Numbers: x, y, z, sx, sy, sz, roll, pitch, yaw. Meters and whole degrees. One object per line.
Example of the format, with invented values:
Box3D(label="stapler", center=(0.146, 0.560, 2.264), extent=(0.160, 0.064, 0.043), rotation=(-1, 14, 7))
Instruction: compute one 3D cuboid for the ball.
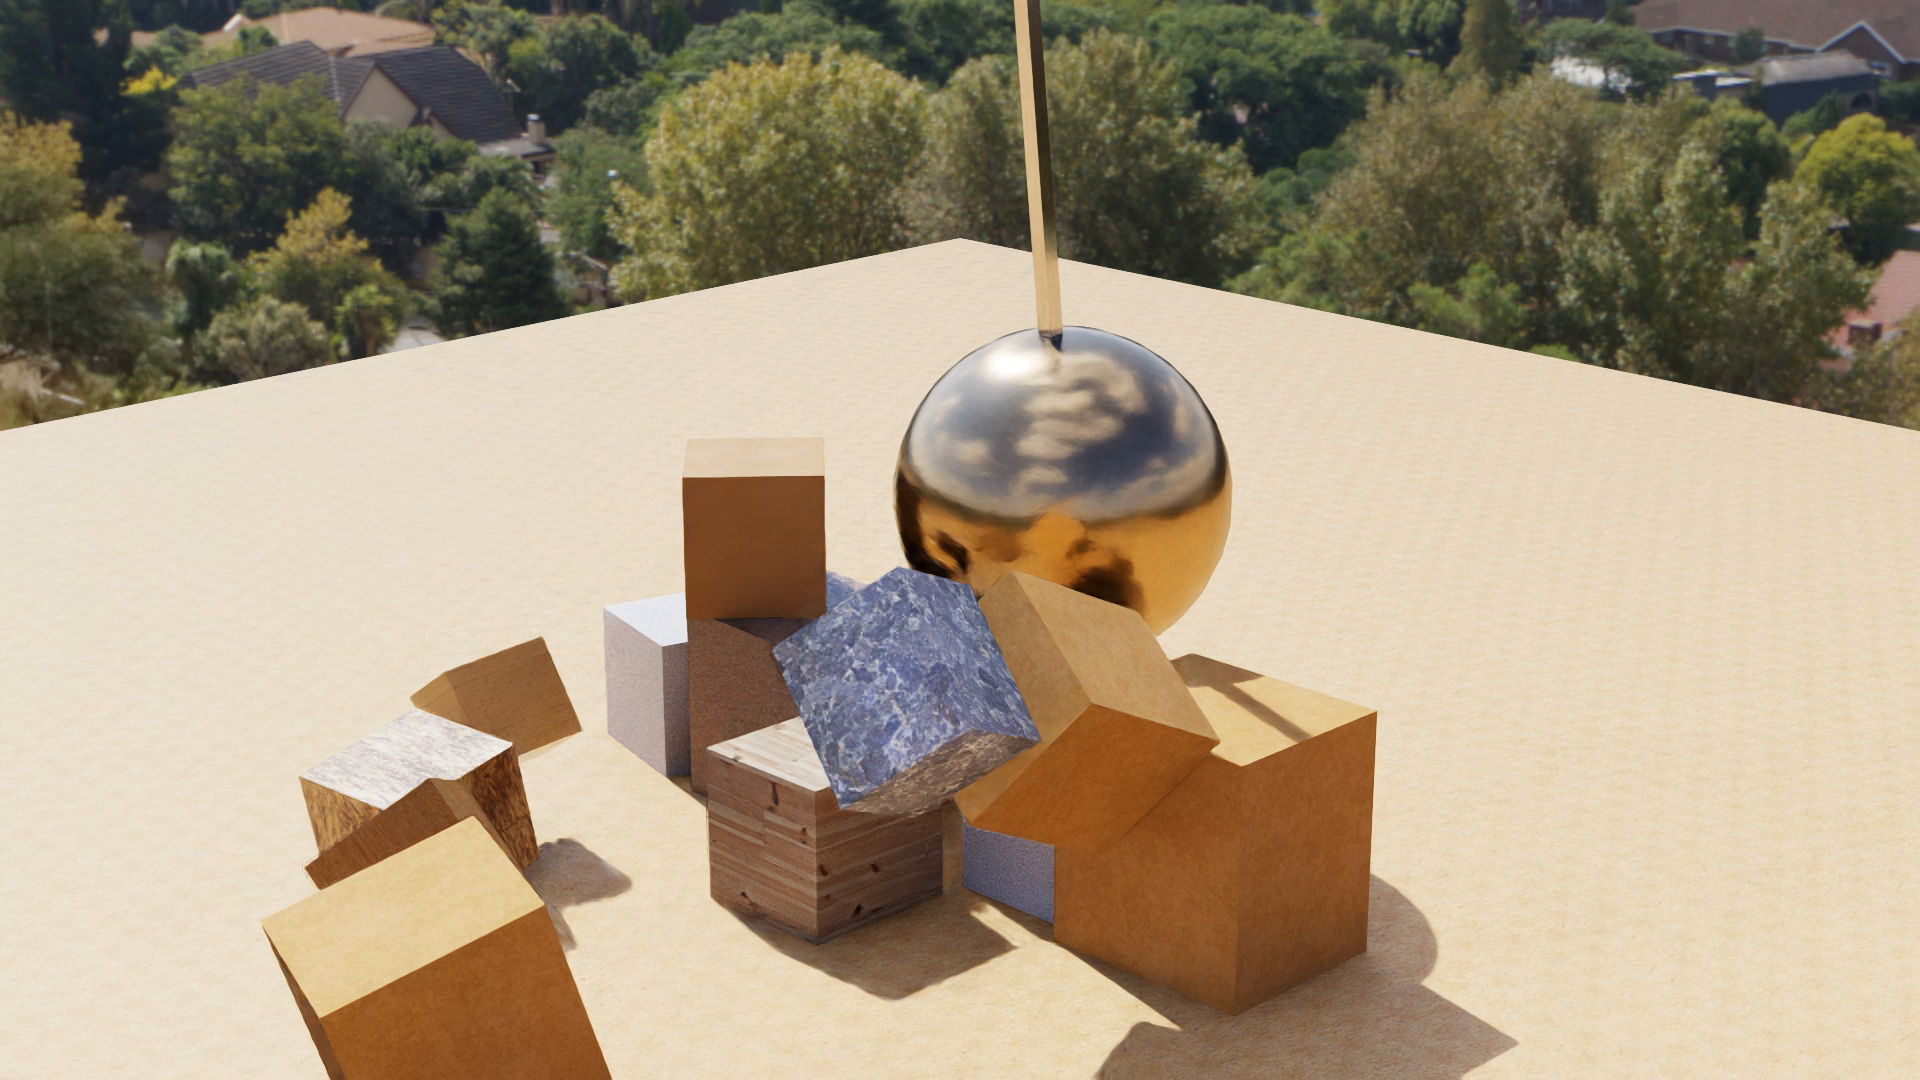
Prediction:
Box3D(label="ball", center=(0.482, -0.209, 13.781), extent=(1.600, 1.600, 1.600), rotation=(0, 17, 0))

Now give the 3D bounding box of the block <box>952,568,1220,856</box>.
Box3D(label="block", center=(0.391, 0.707, 11.848), extent=(0.864, 0.726, 0.727), rotation=(19, 32, -48))

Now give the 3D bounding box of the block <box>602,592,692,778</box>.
Box3D(label="block", center=(-1.292, 0.700, 14.961), extent=(0.813, 0.694, 0.706), rotation=(-10, 20, -29))

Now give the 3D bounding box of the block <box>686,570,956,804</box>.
Box3D(label="block", center=(-0.671, 0.800, 14.216), extent=(0.882, 0.949, 0.958), rotation=(-15, 23, -39))

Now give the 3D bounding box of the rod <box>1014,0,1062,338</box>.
Box3D(label="rod", center=(0.209, -3.349, 12.508), extent=(0.080, 5.200, 0.080), rotation=(17, 30, 42))

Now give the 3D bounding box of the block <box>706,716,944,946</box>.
Box3D(label="block", center=(-0.600, 1.261, 13.124), extent=(0.715, 0.724, 0.770), rotation=(17, 24, 42))

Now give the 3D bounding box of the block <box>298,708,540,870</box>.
Box3D(label="block", center=(-2.424, 1.246, 13.171), extent=(0.695, 0.603, 0.678), rotation=(15, 34, 39))

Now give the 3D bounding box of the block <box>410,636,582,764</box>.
Box3D(label="block", center=(-2.167, 0.811, 13.702), extent=(0.525, 0.482, 0.461), rotation=(-21, -6, -35))

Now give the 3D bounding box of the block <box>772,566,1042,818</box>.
Box3D(label="block", center=(-0.204, 0.593, 11.245), extent=(0.622, 0.701, 0.574), rotation=(-33, -22, 20))

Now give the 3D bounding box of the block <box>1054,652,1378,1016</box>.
Box3D(label="block", center=(1.083, 1.234, 12.568), extent=(1.026, 1.110, 0.886), rotation=(17, 24, 42))

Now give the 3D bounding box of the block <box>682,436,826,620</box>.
Box3D(label="block", center=(-0.988, -0.065, 14.210), extent=(0.669, 0.705, 0.683), rotation=(-1, 17, -3))

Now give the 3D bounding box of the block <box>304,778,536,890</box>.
Box3D(label="block", center=(-2.199, 1.384, 11.984), extent=(0.622, 0.549, 0.511), rotation=(-36, -9, 1))

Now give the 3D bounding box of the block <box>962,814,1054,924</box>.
Box3D(label="block", center=(0.486, 1.248, 13.223), extent=(0.661, 0.689, 0.678), rotation=(-17, 24, -42))

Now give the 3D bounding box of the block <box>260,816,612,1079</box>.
Box3D(label="block", center=(-1.960, 1.726, 10.978), extent=(0.885, 0.842, 0.781), rotation=(-26, 30, -18))
